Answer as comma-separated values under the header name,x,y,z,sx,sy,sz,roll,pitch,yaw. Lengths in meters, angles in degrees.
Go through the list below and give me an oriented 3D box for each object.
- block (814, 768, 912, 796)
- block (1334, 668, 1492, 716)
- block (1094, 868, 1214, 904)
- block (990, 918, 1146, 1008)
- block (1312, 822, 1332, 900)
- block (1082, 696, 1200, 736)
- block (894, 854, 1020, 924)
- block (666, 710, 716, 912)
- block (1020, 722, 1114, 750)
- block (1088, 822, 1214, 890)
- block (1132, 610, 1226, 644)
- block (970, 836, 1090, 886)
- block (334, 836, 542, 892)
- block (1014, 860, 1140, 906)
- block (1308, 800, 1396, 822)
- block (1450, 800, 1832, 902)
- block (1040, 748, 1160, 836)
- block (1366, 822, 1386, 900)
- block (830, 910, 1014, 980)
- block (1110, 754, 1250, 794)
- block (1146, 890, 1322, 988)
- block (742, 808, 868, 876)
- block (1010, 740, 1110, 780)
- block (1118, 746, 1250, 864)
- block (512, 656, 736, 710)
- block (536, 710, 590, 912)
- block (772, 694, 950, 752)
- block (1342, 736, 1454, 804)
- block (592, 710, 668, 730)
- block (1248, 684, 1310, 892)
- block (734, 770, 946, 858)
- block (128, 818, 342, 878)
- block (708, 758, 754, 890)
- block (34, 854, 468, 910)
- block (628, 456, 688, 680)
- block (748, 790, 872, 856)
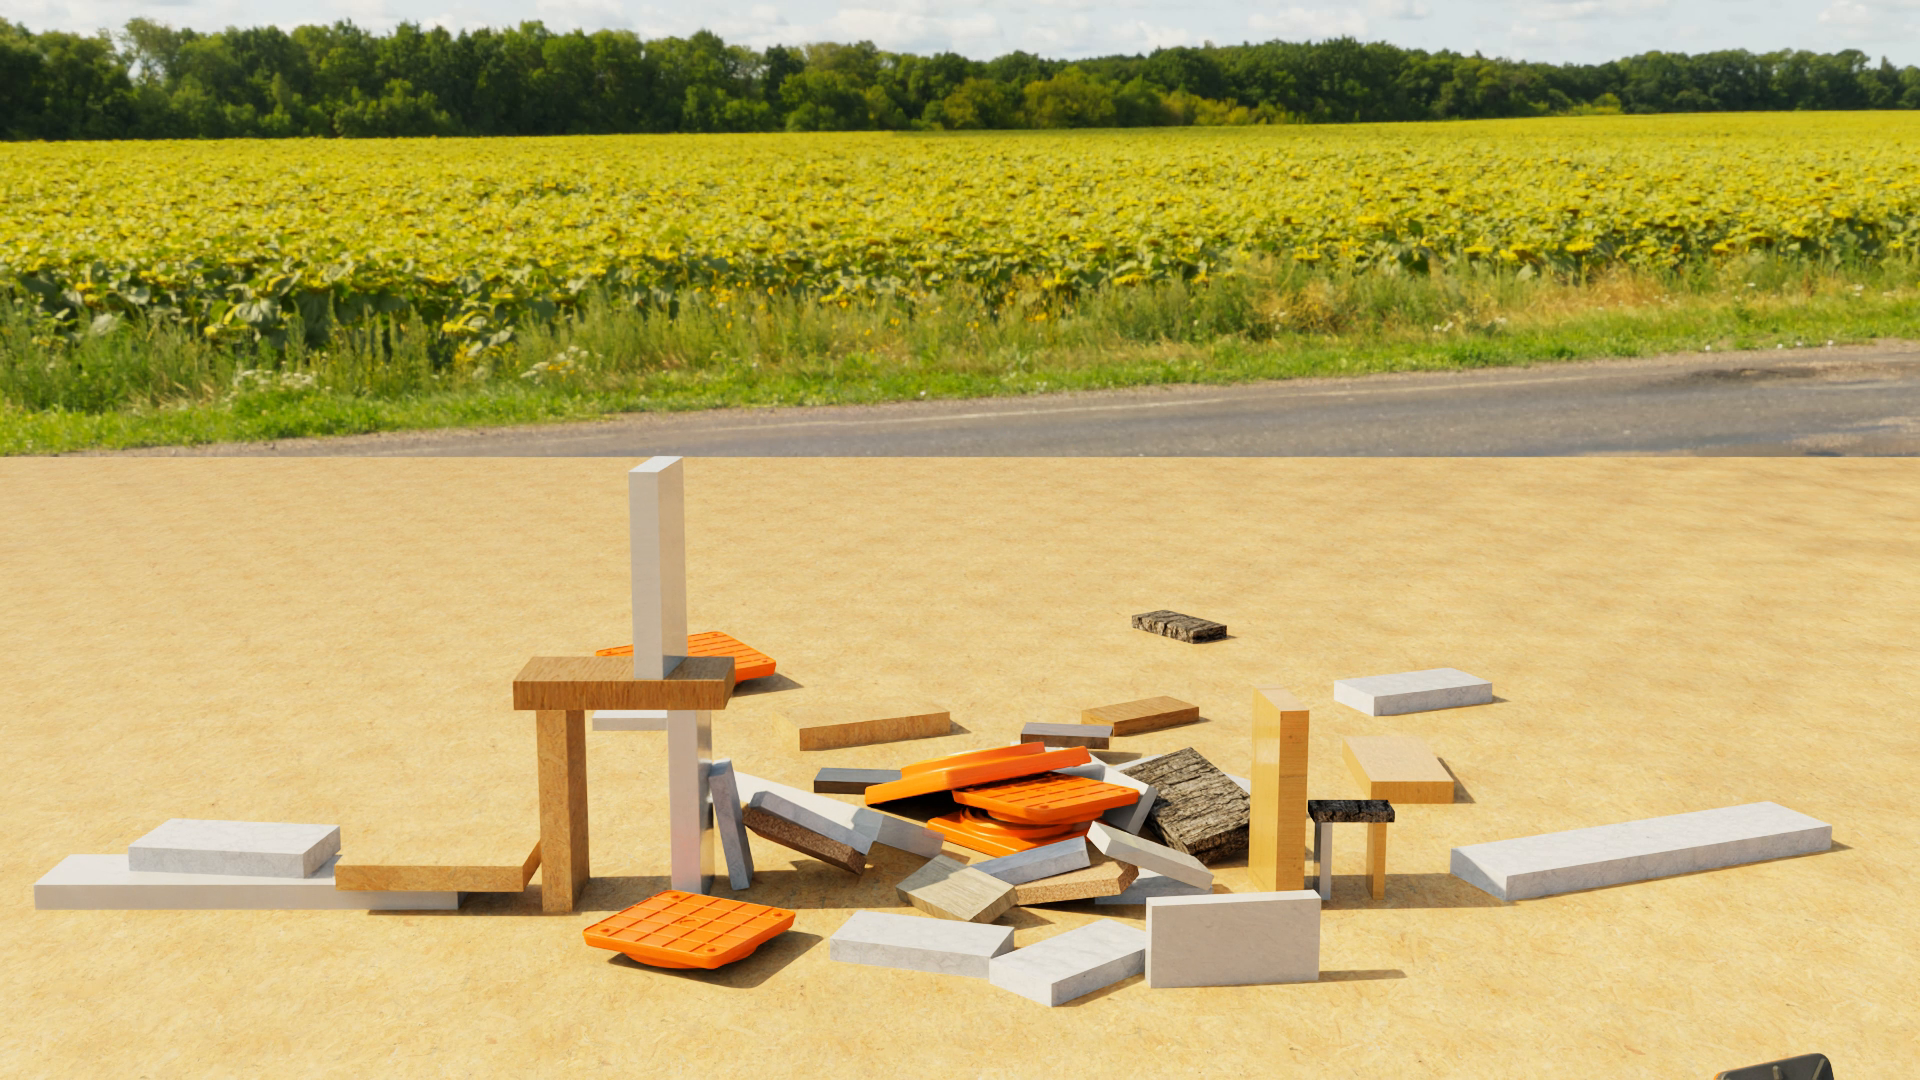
name,x,y,z,sx,sy,sz,roll,pitch,yaw
block,-0.187,0.468,4.257,0.179,0.025,0.090,1,11,7
block,1.011,0.338,4.907,0.312,0.044,0.156,-4,11,-23
block,0.319,0.577,3.664,0.194,0.028,0.097,0,11,0
block,0.181,0.636,3.322,0.257,0.036,0.129,-10,14,-43
block,0.603,0.524,3.659,0.019,0.133,0.067,0,11,0
block,0.387,0.378,4.723,0.230,0.033,0.115,-7,13,-33
block,-0.006,0.575,3.576,0.100,0.028,0.201,-33,26,-28
block,-0.444,0.423,3.639,0.048,0.338,0.169,0,11,1
block,0.217,0.397,4.459,0.179,0.025,0.090,2,11,9
block,0.313,0.520,3.619,0.194,0.028,0.097,21,5,-16
block,0.555,0.219,5.576,0.115,0.033,0.230,-8,13,-36
block,0.116,0.544,3.676,0.201,0.028,0.100,-15,5,2
block,-0.856,0.532,3.625,0.304,0.043,0.152,0,11,1
block,0.187,0.563,3.613,0.194,0.028,0.097,-10,6,24
block,0.648,0.449,3.645,0.133,0.019,0.067,0,11,0
block,1.191,0.538,3.830,0.697,0.044,0.156,-4,11,-22
block,0.254,0.462,4.065,0.025,0.090,0.341,30,-6,-25
block,0.692,0.524,3.659,0.019,0.133,0.067,0,11,0
block,-0.058,0.623,3.392,0.257,0.036,0.129,3,11,17
block,0.439,0.477,4.147,0.168,0.048,0.337,-9,14,-41
block,0.408,0.596,3.285,0.257,0.129,0.036,-1,11,-7
block,-0.265,0.514,3.746,0.201,0.028,0.100,18,-16,19
block,0.197,0.441,4.380,0.115,0.033,0.230,-4,11,-20
block,0.416,0.477,3.959,0.168,0.048,0.337,-17,20,-15
block,-0.546,0.234,3.602,0.338,0.048,0.169,0,11,0
block,-0.655,0.424,3.635,0.048,0.338,0.169,0,11,0
block,-0.209,0.384,4.650,0.337,0.048,0.168,-5,11,-23
block,0.854,0.449,4.308,0.156,0.044,0.312,0,11,0
block,-0.680,0.382,4.713,0.201,0.028,0.100,0,11,-1
block,0.526,0.424,3.641,0.048,0.337,0.168,-1,11,-7
block,-0.265,0.481,3.942,0.494,0.048,0.168,10,-11,42
block,-1.219,0.518,3.701,0.304,0.043,0.152,1,11,7
block,-0.386,0.479,3.714,0.028,0.201,0.100,-10,10,2
block,-1.166,0.569,3.664,0.691,0.043,0.152,0,11,0
block,-0.490,0.043,3.576,0.048,0.337,0.168,1,11,6
block,-0.254,0.481,3.726,0.201,0.028,0.100,27,-15,-12
